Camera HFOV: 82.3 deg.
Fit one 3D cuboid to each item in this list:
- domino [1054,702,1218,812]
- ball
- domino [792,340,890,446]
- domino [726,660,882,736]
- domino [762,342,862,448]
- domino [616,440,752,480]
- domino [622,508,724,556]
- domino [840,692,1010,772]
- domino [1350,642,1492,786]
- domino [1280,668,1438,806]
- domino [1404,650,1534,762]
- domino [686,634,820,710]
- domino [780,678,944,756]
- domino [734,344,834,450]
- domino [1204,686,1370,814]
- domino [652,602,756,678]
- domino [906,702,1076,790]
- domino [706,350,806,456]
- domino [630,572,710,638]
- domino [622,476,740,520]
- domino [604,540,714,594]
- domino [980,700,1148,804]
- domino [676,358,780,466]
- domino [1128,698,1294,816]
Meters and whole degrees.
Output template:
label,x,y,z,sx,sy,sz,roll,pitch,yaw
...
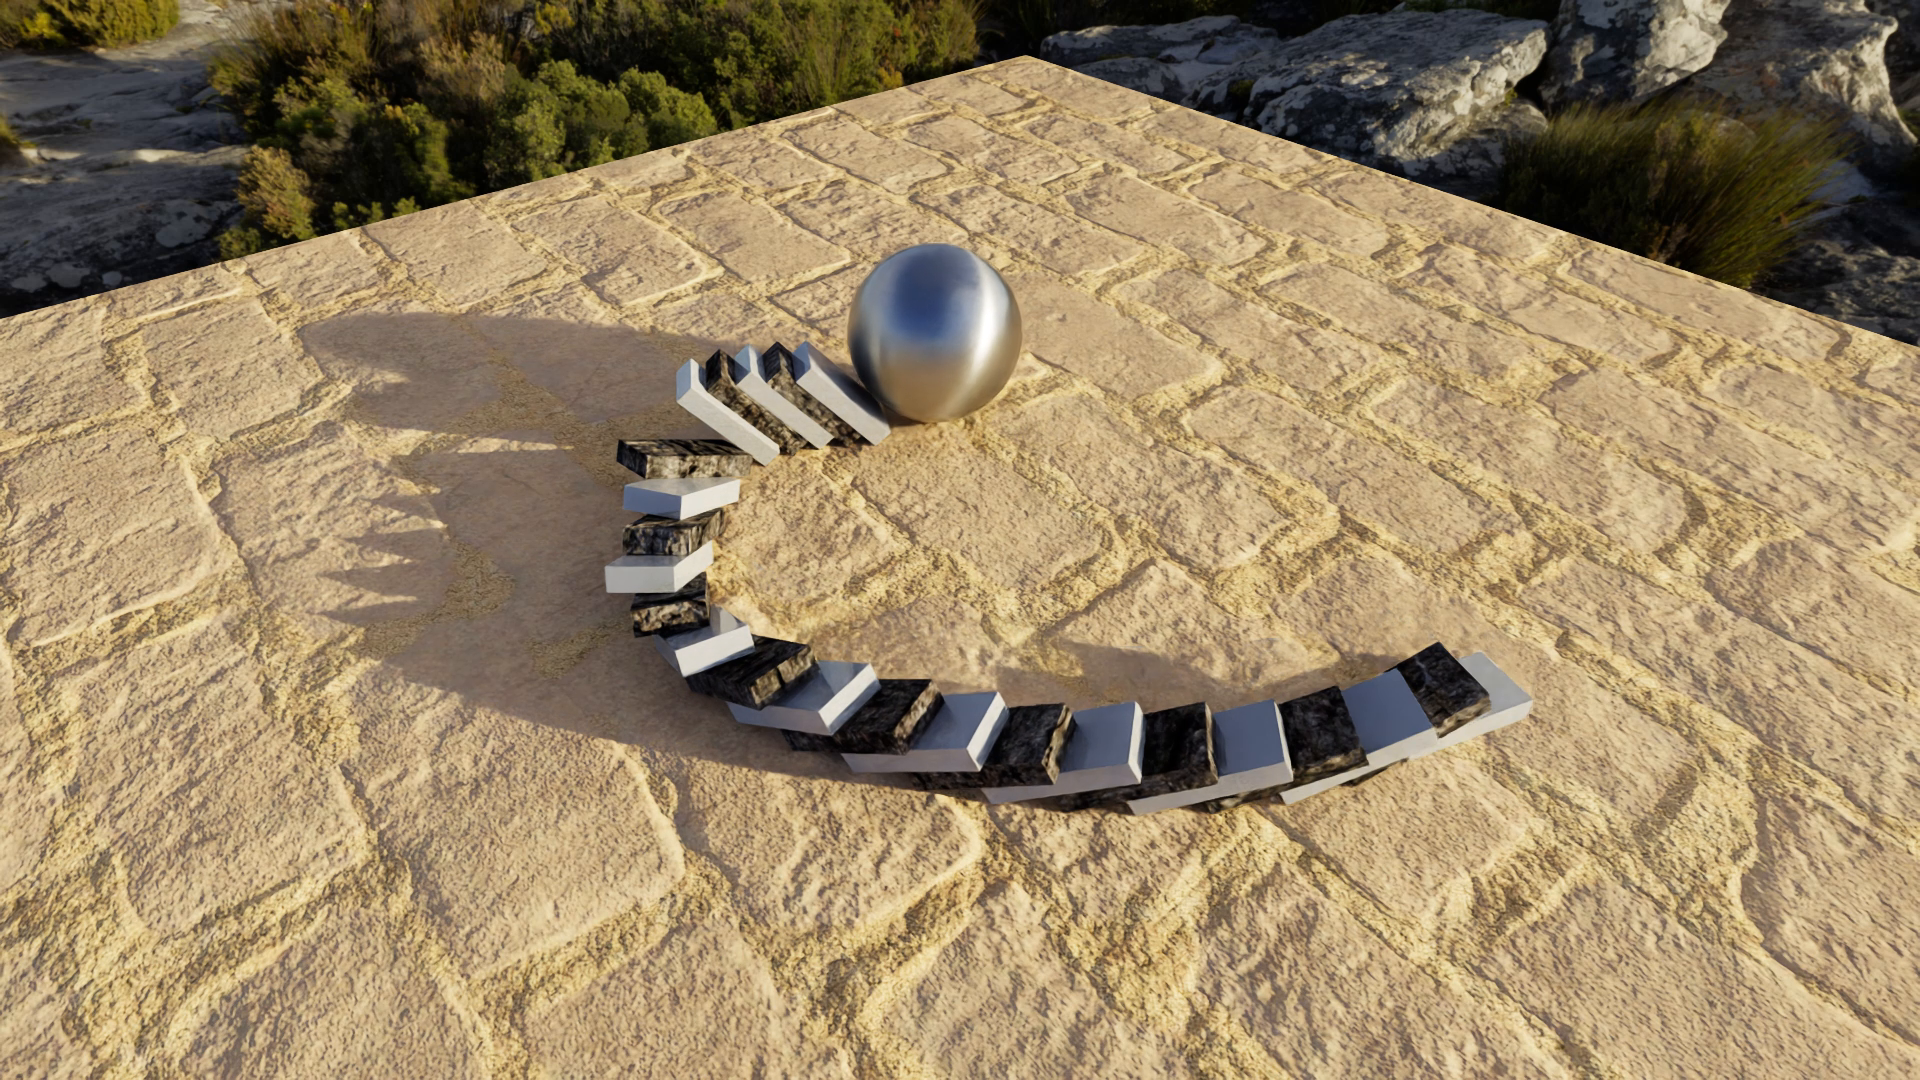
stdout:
label,x,y,z,sx,sy,sz,roll,pitch,yaw
domino,0.054,0.068,0.344,0.050,0.009,0.025,-17,34,22
ball,-0.011,-0.094,0.502,0.080,0.080,0.080,0,39,0
domino,-0.054,-0.066,0.497,0.009,0.050,0.025,-39,37,18
domino,-0.052,0.051,0.364,0.050,0.009,0.025,-2,29,44
domino,-0.066,-0.065,0.496,0.010,0.050,0.025,-39,37,18
domino,-0.117,-0.035,0.468,0.050,0.010,0.025,-5,23,-45
domino,-0.111,-0.004,0.431,0.025,0.010,0.050,2,11,3
domino,-0.011,0.062,0.351,0.050,0.010,0.025,-9,31,34
domino,0.143,0.057,0.359,0.050,0.010,0.025,-30,43,2
domino,0.122,0.062,0.350,0.050,0.009,0.025,-26,39,11
domino,0.166,0.056,0.375,0.050,0.009,0.025,-14,41,-17
domino,-0.072,0.044,0.373,0.025,0.009,0.050,-33,21,-33
domino,-0.032,0.057,0.357,0.050,0.010,0.025,-6,30,38
domino,-0.079,-0.064,0.495,0.010,0.050,0.025,-39,37,18
domino,0.099,0.066,0.346,0.050,0.010,0.025,-22,37,15
domino,-0.090,0.034,0.383,0.025,0.009,0.050,-19,13,-22
domino,0.009,0.065,0.347,0.050,0.010,0.025,-10,31,32
domino,-0.091,-0.061,0.491,0.010,0.050,0.025,-39,37,18
domino,-0.104,0.023,0.398,0.025,0.010,0.050,-9,11,-11
domino,-0.113,-0.019,0.449,0.025,0.010,0.050,11,13,13
domino,-0.112,0.009,0.414,0.025,0.010,0.050,0,11,3
domino,0.032,0.067,0.345,0.050,0.009,0.025,-15,33,26
domino,-0.102,-0.056,0.485,0.010,0.050,0.025,-39,37,18
domino,0.076,0.068,0.344,0.050,0.010,0.025,-18,35,20
